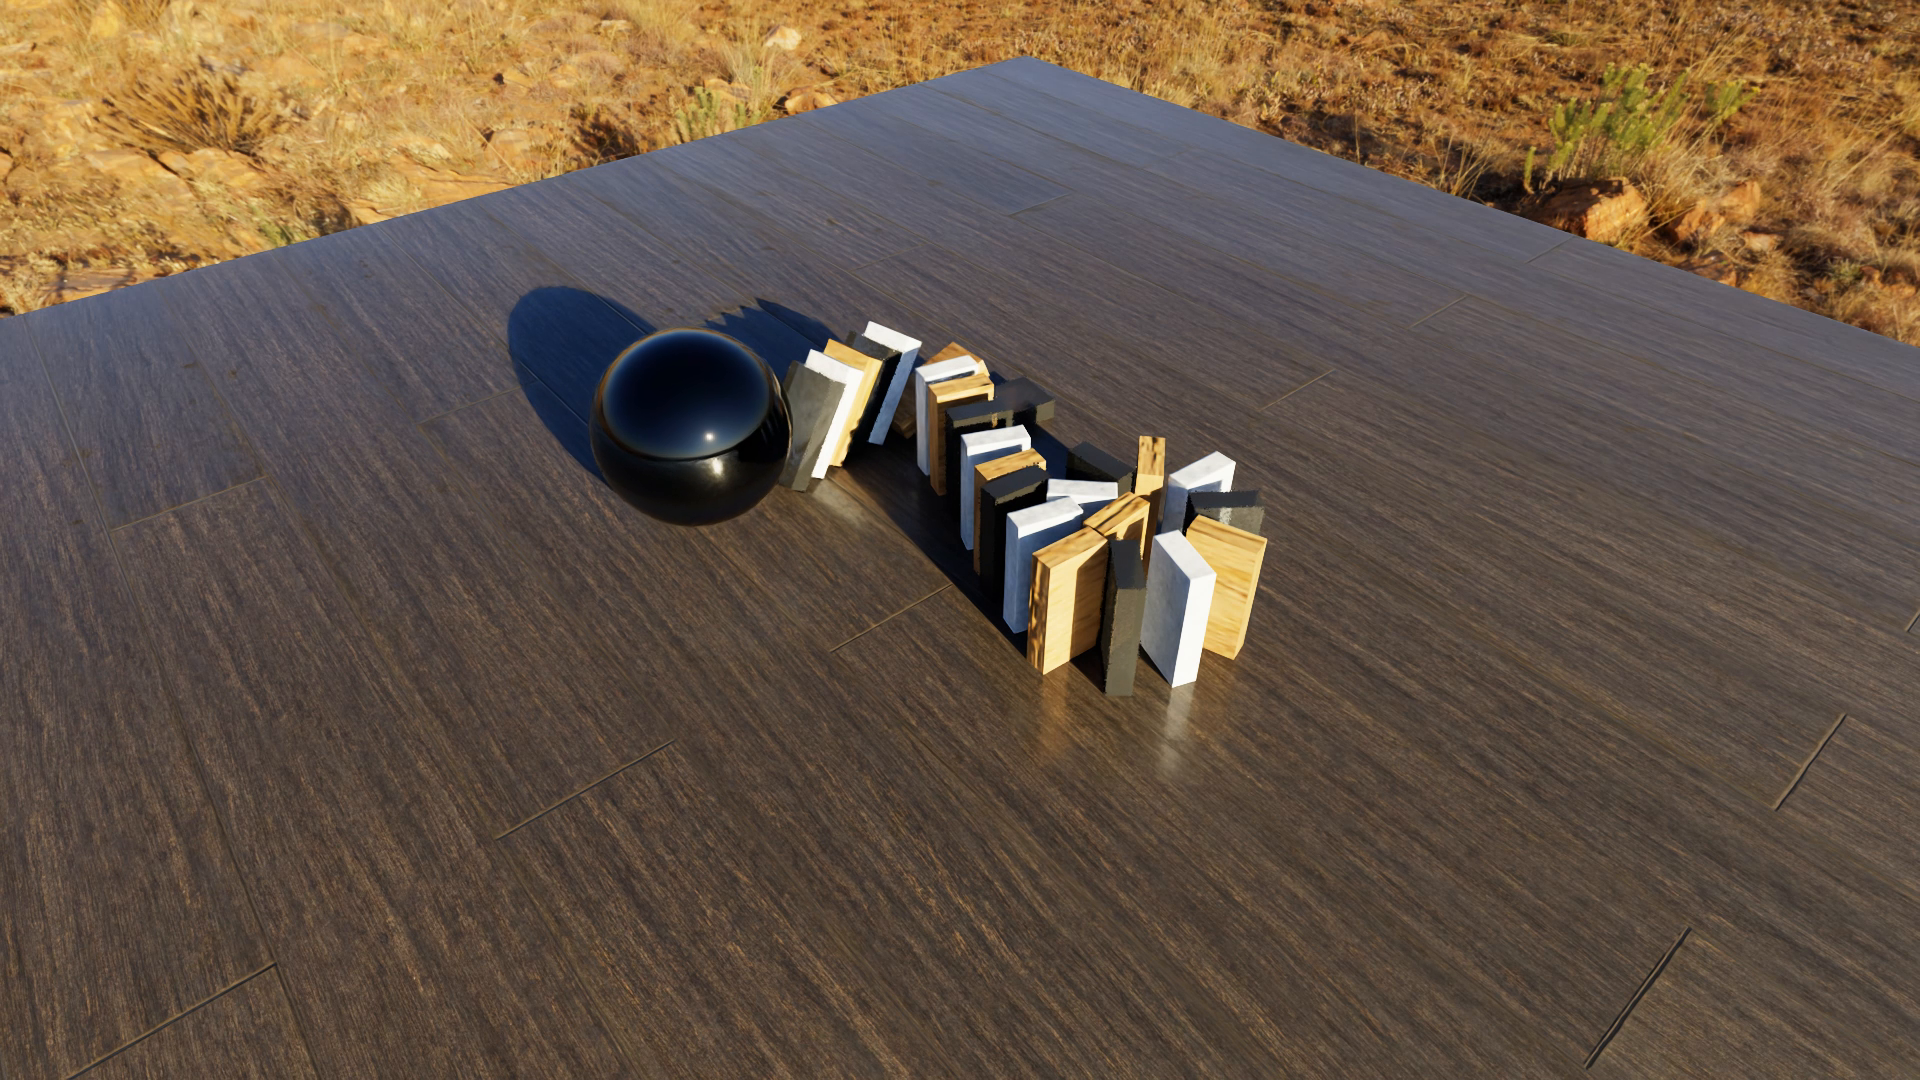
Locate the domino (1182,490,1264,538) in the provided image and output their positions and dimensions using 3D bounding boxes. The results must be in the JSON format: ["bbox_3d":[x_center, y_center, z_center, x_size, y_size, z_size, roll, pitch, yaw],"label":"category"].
[{"bbox_3d":[0.094,0.005,0.405,0.025,0.050,0.009,-2,39,-3],"label":"domino"}]

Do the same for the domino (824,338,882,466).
[{"bbox_3d":[-0.055,-0.061,0.489,0.025,0.050,0.009,29,12,30],"label":"domino"}]

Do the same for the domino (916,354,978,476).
[{"bbox_3d":[-0.006,-0.054,0.477,0.025,0.050,0.010,-18,43,-20],"label":"domino"}]

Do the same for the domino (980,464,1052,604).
[{"bbox_3d":[0.021,-0.002,0.414,0.025,0.050,0.010,-23,44,-25],"label":"domino"}]

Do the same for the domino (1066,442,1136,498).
[{"bbox_3d":[0.052,-0.010,0.424,0.010,0.050,0.025,-30,48,-31],"label":"domino"}]

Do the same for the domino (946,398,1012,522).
[{"bbox_3d":[0.008,-0.032,0.451,0.025,0.050,0.009,-13,41,-15],"label":"domino"}]

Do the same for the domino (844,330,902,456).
[{"bbox_3d":[-0.047,-0.066,0.495,0.025,0.050,0.009,29,12,30],"label":"domino"}]

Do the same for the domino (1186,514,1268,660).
[{"bbox_3d":[0.091,0.017,0.390,0.025,0.050,0.010,22,44,25],"label":"domino"}]

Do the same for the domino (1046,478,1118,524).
[{"bbox_3d":[0.044,0.001,0.411,0.025,0.050,0.009,4,39,5],"label":"domino"}]

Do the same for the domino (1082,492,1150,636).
[{"bbox_3d":[0.055,0.010,0.400,0.025,0.050,0.010,-32,49,-33],"label":"domino"}]

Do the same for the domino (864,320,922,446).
[{"bbox_3d":[-0.038,-0.071,0.501,0.025,0.050,0.009,27,11,31],"label":"domino"}]

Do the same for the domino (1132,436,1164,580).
[{"bbox_3d":[0.072,-0.012,0.426,0.010,0.050,0.025,6,40,7],"label":"domino"}]

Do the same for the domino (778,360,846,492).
[{"bbox_3d":[-0.070,-0.049,0.474,0.025,0.050,0.010,29,12,30],"label":"domino"}]

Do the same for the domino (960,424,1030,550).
[{"bbox_3d":[0.014,-0.020,0.436,0.025,0.050,0.010,-10,40,-12],"label":"domino"}]

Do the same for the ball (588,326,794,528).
[{"bbox_3d":[-0.108,-0.045,0.443,0.080,0.080,0.080,0,39,0],"label":"ball"}]

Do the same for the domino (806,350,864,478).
[{"bbox_3d":[-0.063,-0.055,0.482,0.025,0.050,0.010,29,12,30],"label":"domino"}]

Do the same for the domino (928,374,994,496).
[{"bbox_3d":[0.000,-0.044,0.465,0.025,0.050,0.009,-15,42,-18],"label":"domino"}]

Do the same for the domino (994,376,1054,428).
[{"bbox_3d":[0.017,-0.060,0.517,0.050,0.009,0.025,-22,44,-24],"label":"domino"}]

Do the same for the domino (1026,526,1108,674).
[{"bbox_3d":[0.037,0.022,0.385,0.025,0.050,0.010,-25,45,-27],"label":"domino"}]

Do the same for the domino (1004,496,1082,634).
[{"bbox_3d":[0.030,0.010,0.400,0.025,0.050,0.009,-16,42,-19],"label":"domino"}]

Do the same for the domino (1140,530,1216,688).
[{"bbox_3d":[0.075,0.024,0.382,0.010,0.050,0.025,-14,41,-16],"label":"domino"}]

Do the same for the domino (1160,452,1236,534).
[{"bbox_3d":[0.089,-0.007,0.420,0.025,0.050,0.009,-26,46,-28],"label":"domino"}]

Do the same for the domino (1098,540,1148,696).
[{"bbox_3d":[0.055,0.027,0.378,0.010,0.050,0.025,0,39,0],"label":"domino"}]

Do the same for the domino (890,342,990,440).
[{"bbox_3d":[-0.014,-0.070,0.514,0.050,0.010,0.025,-39,44,-11],"label":"domino"}]

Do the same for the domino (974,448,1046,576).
[{"bbox_3d":[0.019,-0.009,0.422,0.025,0.050,0.009,-19,43,-21],"label":"domino"}]
